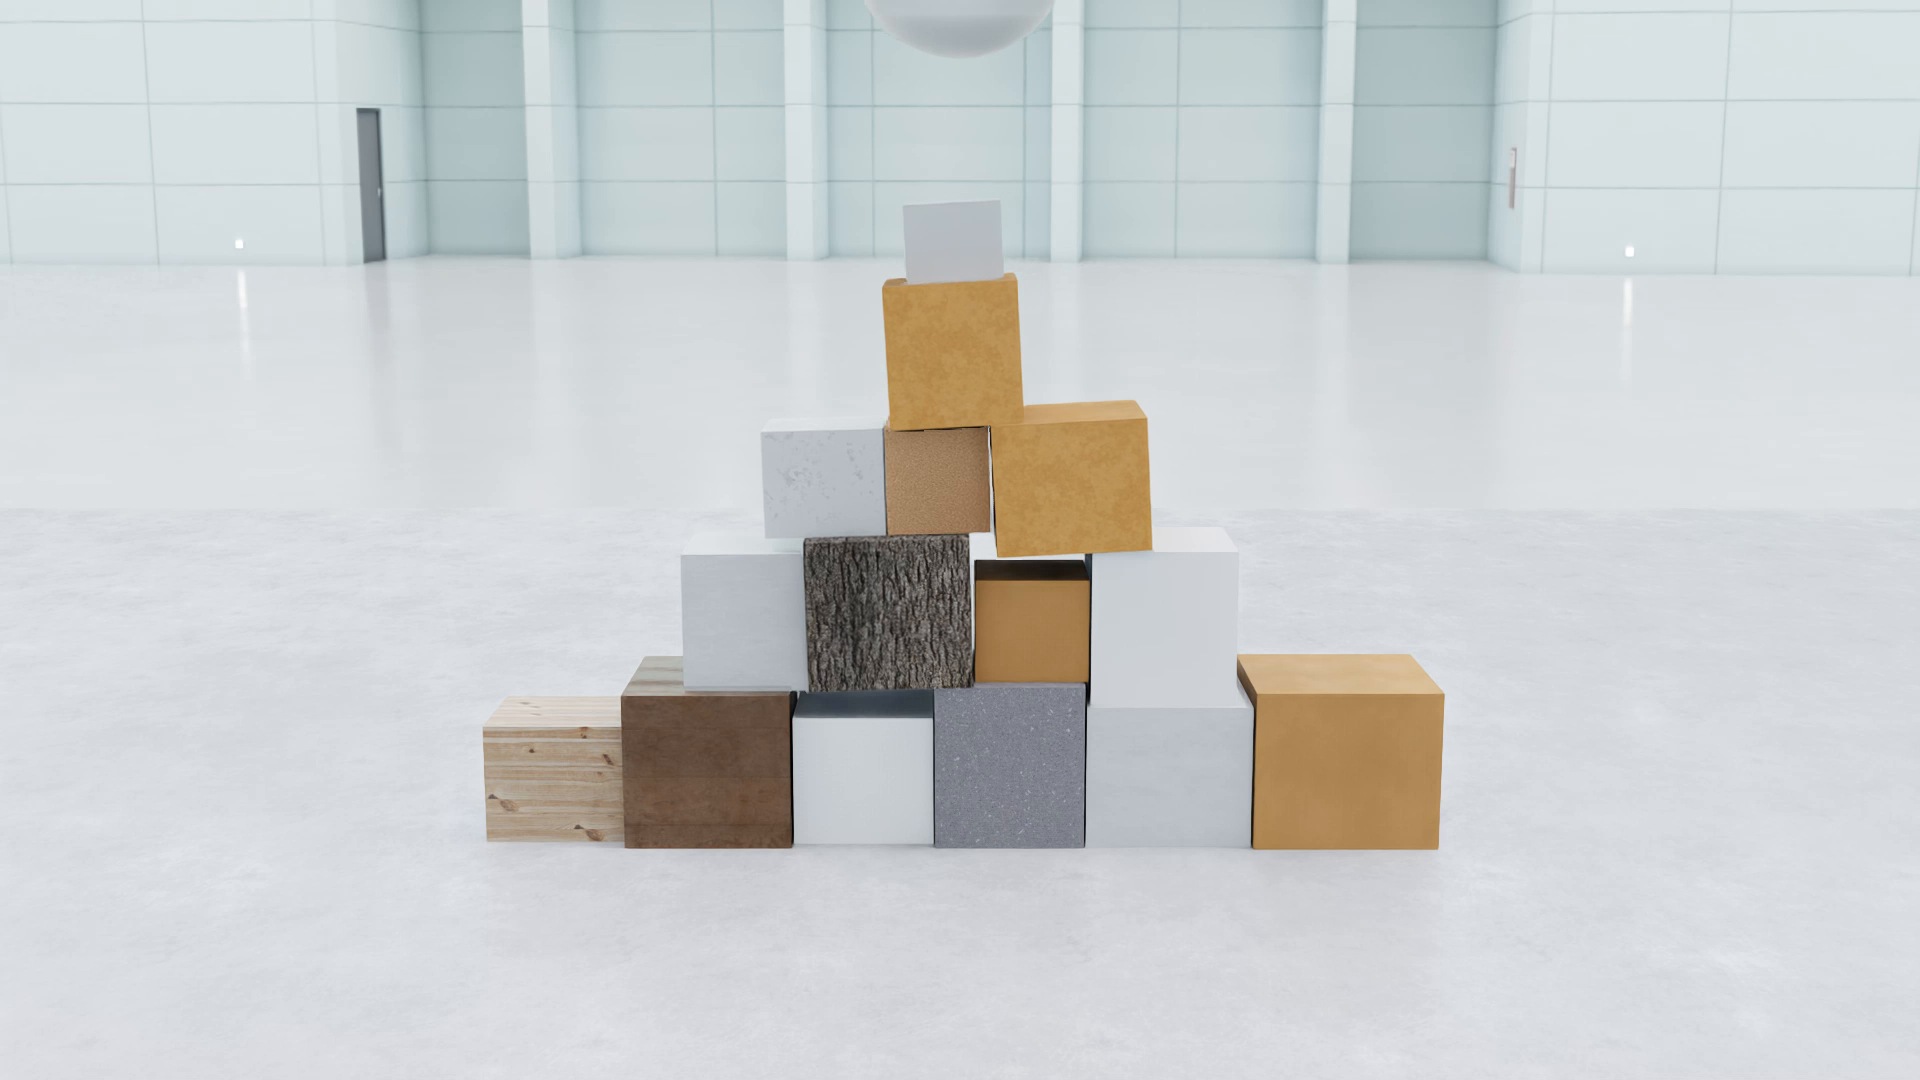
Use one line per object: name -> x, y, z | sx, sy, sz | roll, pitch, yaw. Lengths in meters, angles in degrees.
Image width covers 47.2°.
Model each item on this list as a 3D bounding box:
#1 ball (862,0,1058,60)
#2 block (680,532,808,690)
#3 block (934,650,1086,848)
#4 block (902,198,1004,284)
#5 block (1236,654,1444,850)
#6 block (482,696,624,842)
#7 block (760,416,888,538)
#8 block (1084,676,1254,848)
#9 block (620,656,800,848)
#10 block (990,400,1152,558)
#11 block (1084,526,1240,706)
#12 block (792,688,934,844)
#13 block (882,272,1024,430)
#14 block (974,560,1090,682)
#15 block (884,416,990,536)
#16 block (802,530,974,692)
ball -> 0.000, -4.239, 15.649 | 1.600, 1.600, 1.600 | 0, 10, 0
block -> -1.073, 0.356, 11.249 | 0.619, 0.695, 0.632 | 0, 10, 0
block -> 0.249, 1.067, 11.374 | 0.746, 0.831, 0.822 | 0, 10, 0
block -> -0.031, -1.484, 10.899 | 0.475, 0.384, 0.437 | -3, 10, 1
block -> 1.935, 1.081, 11.371 | 0.928, 0.805, 0.851 | 0, 10, 0
block -> -2.046, 1.178, 11.401 | 0.706, 0.602, 0.615 | 0, 10, 0
block -> -0.674, -0.323, 11.114 | 0.600, 0.534, 0.522 | -1, 10, 0
block -> 1.046, 1.118, 11.392 | 0.829, 0.723, 0.800 | 0, 10, 0
block -> -1.266, 1.084, 11.396 | 0.835, 0.789, 0.862 | 0, 10, 0
block -> 0.548, -0.322, 11.136 | 0.764, 0.653, 0.787 | -3, 10, 1
block -> 1.015, 0.379, 11.260 | 0.723, 0.780, 0.712 | 0, 10, 0
block -> -0.486, 1.153, 11.396 | 0.704, 0.653, 0.683 | 0, 10, 0
block -> -0.031, -0.952, 10.997 | 0.656, 0.697, 0.662 | -3, 10, 1
block -> 0.360, 0.407, 11.240 | 0.567, 0.517, 0.567 | 0, 10, 0
block -> -0.109, -0.341, 11.136 | 0.511, 0.532, 0.552 | -1, 10, 0
block -> -0.351, 0.297, 11.236 | 0.815, 0.746, 0.859 | -1, 10, 0
